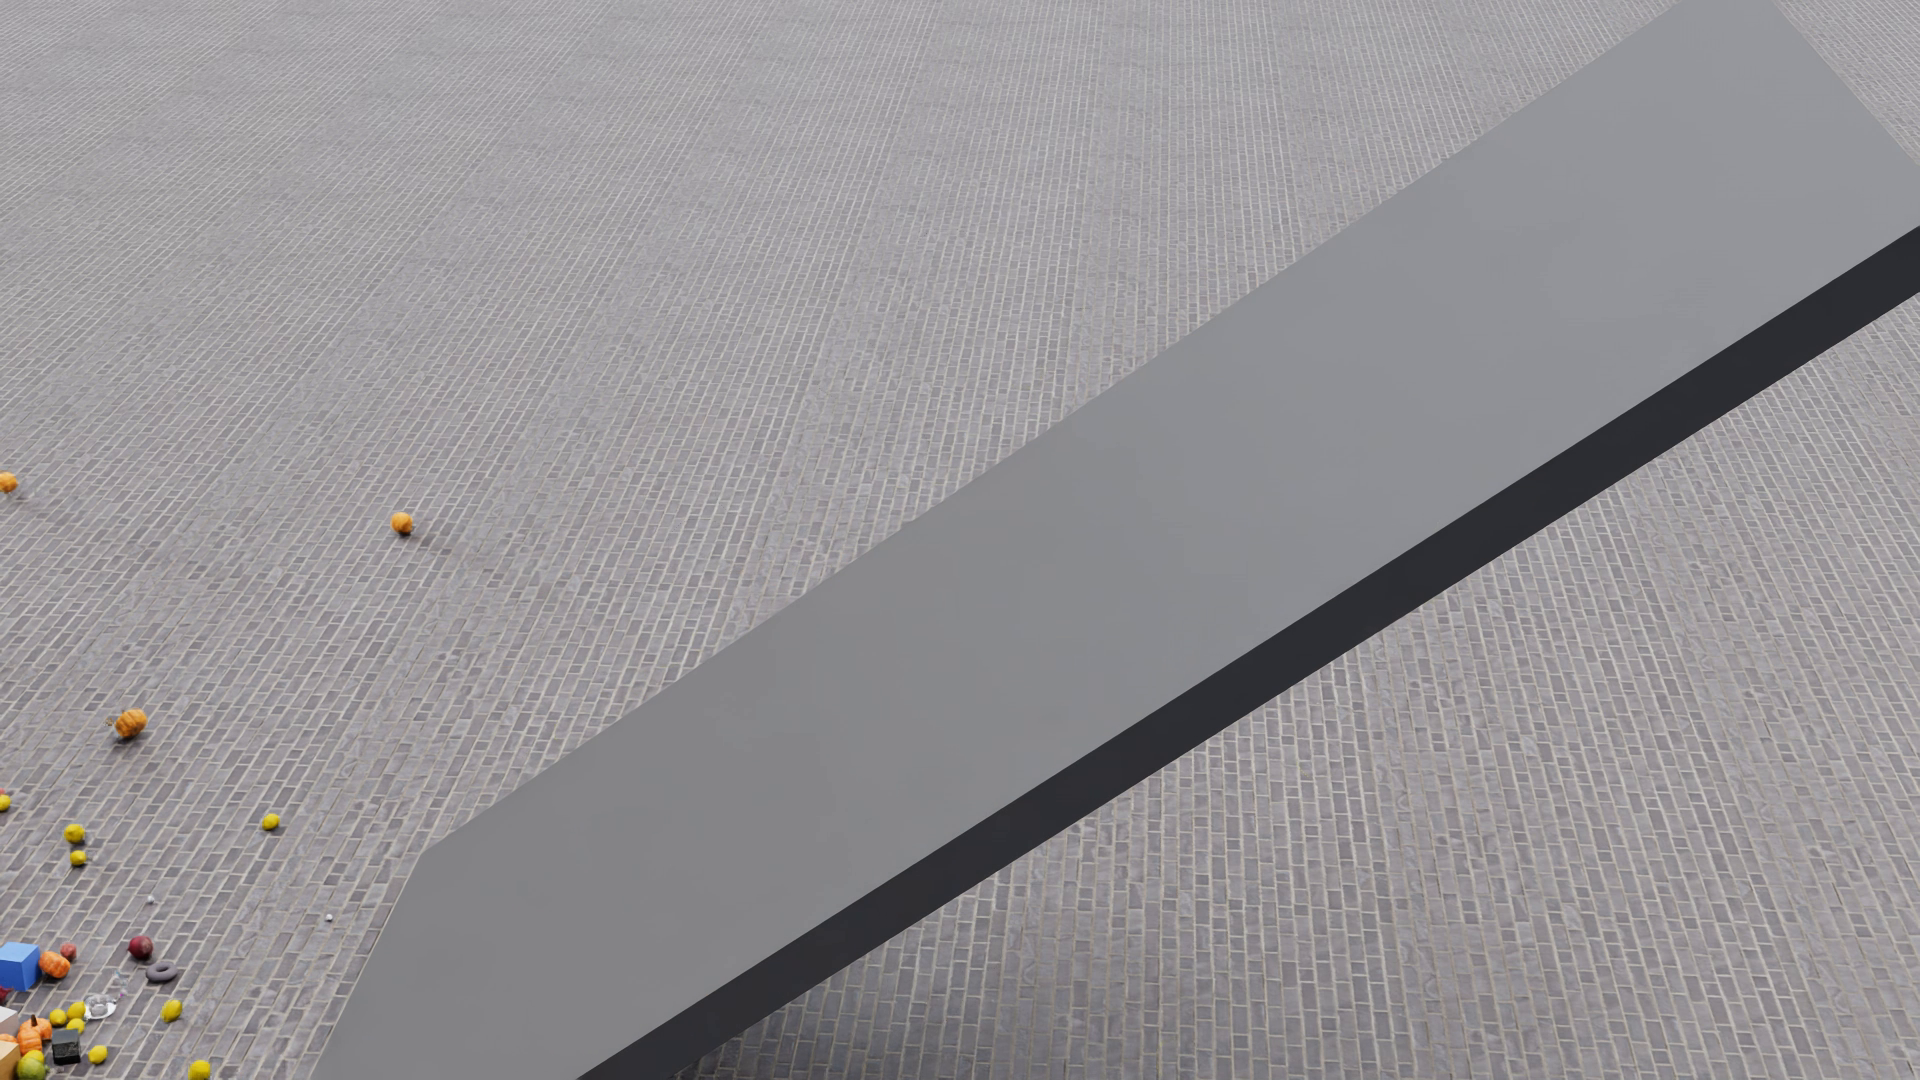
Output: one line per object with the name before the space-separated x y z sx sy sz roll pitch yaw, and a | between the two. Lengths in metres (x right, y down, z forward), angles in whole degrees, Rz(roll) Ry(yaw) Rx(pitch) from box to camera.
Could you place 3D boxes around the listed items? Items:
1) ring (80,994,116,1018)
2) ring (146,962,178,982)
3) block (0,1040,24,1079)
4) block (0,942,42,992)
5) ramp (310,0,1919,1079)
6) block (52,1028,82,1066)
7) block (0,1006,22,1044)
ring | -2.110 1.142 7.202 0.087 0.029 0.087 1 23 0
ring | -1.997 1.080 7.355 0.078 0.026 0.078 0 21 0
block | -2.265 1.236 6.888 0.092 0.092 0.092 7 23 16
block | -2.349 1.062 7.323 0.084 0.084 0.084 5 23 12
ramp | 0.130 0.178 6.319 4.000 0.100 2.000 -34 16 16
block | -2.127 1.207 7.001 0.060 0.060 0.060 -5 23 -13
block | -2.315 1.175 7.049 0.083 0.083 0.083 11 25 25
